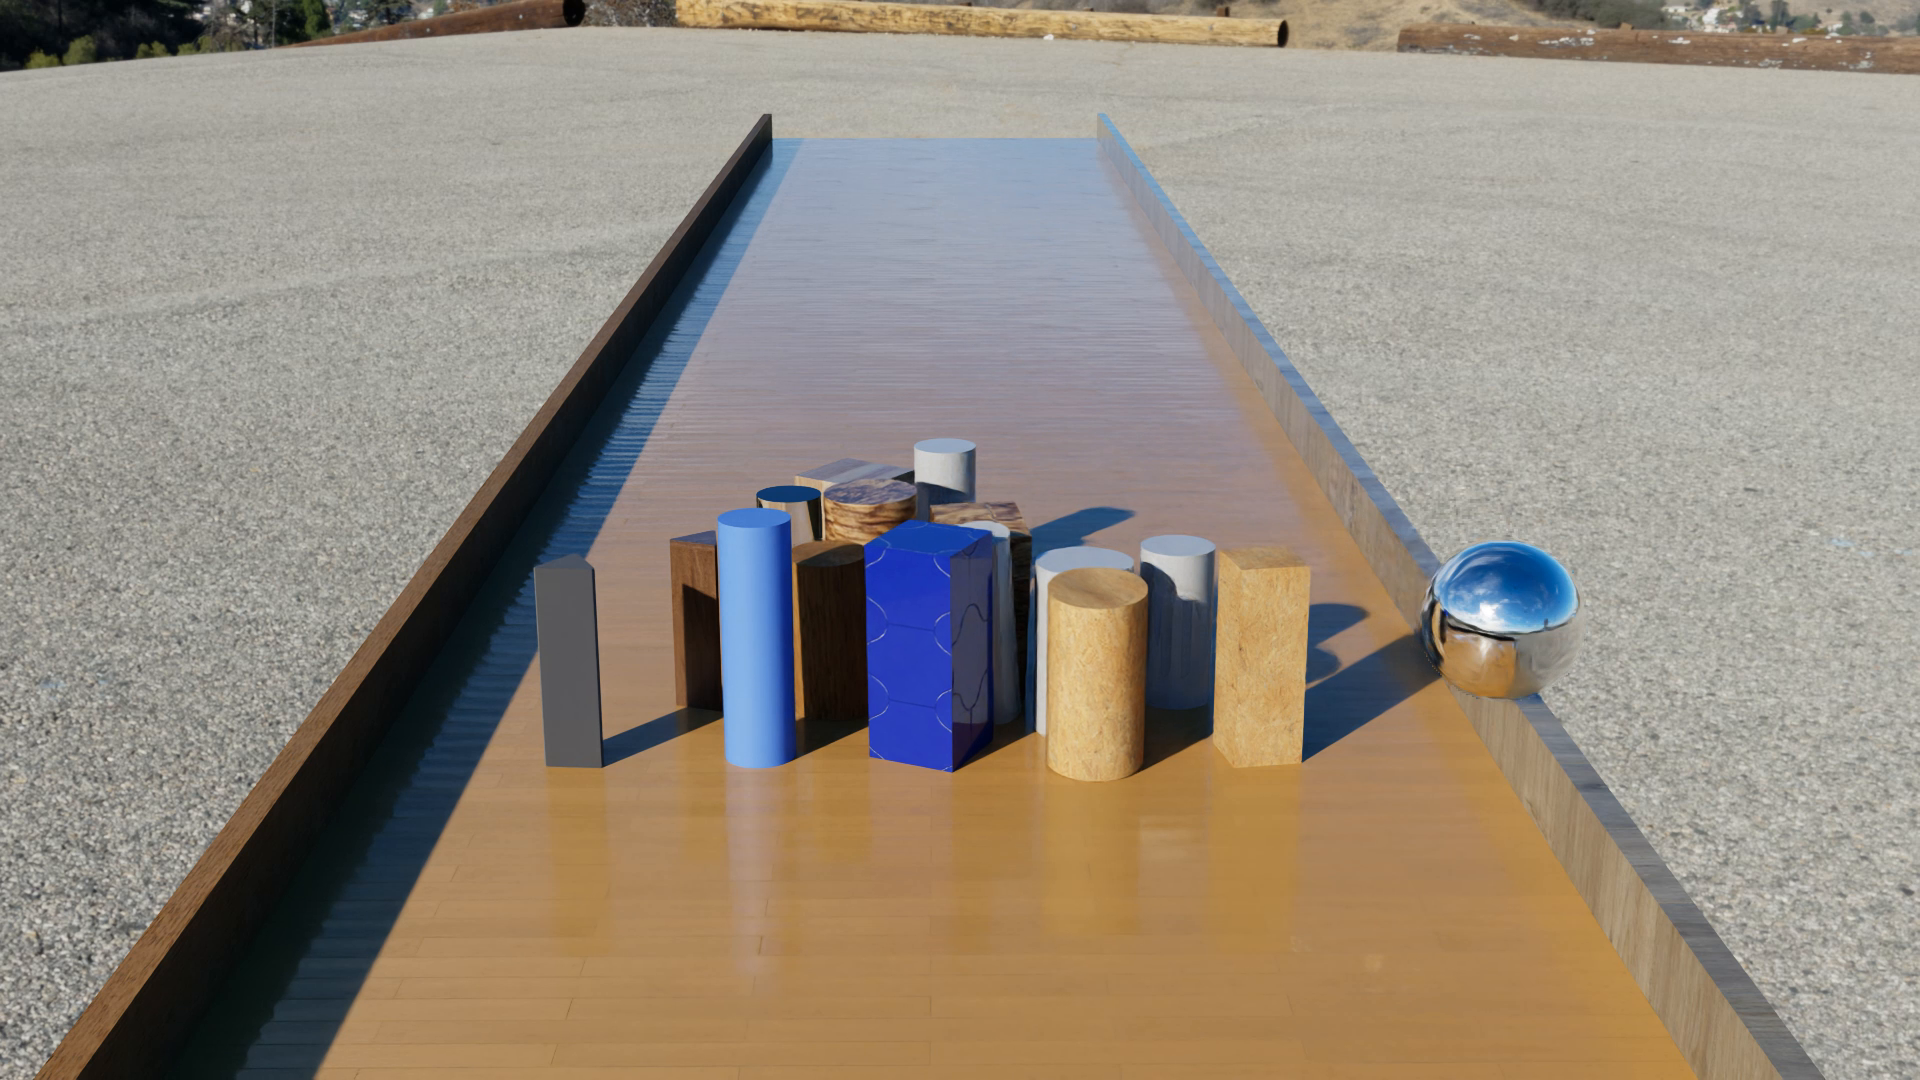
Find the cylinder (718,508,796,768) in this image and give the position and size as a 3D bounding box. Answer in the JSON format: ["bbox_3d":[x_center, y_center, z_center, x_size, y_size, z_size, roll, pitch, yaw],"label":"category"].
[{"bbox_3d":[-0.356,0.173,3.872,0.127,0.441,0.127,0,17,0],"label":"cylinder"}]

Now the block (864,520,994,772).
[{"bbox_3d":[-0.052,0.185,3.901,0.166,0.397,0.166,8,20,25],"label":"block"}]

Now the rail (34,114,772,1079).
[{"bbox_3d":[-1.118,-0.838,7.780,0.050,0.150,12.000,0,17,-1],"label":"rail"}]

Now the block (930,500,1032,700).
[{"bbox_3d":[0.033,0.120,4.184,0.164,0.345,0.164,-3,25,-10],"label":"block"}]

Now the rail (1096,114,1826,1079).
[{"bbox_3d":[0.932,-0.844,7.801,0.050,0.150,12.000,0,17,-1],"label":"rail"}]

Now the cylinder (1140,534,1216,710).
[{"bbox_3d":[0.409,0.155,4.174,0.141,0.302,0.141,0,17,0],"label":"cylinder"}]

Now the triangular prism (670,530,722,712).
[{"bbox_3d":[-0.479,0.150,4.149,0.097,0.327,0.084,6,18,21],"label":"triangular prism"}]

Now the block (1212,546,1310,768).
[{"bbox_3d":[0.532,0.206,3.893,0.125,0.366,0.125,-3,17,-11],"label":"block"}]

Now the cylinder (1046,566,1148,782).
[{"bbox_3d":[0.237,0.233,3.828,0.173,0.332,0.173,0,24,0],"label":"cylinder"}]

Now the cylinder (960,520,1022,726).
[{"bbox_3d":[0.048,0.154,4.035,0.110,0.369,0.110,-3,26,2],"label":"cylinder"}]

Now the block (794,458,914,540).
[{"bbox_3d":[-0.220,0.008,4.652,0.180,0.312,0.180,11,20,33],"label":"block"}]

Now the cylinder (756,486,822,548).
[{"bbox_3d":[-0.336,0.075,4.368,0.128,0.345,0.128,0,17,0],"label":"cylinder"}]

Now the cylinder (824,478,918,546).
[{"bbox_3d":[-0.167,0.087,4.264,0.179,0.377,0.179,-1,17,0],"label":"cylinder"}]

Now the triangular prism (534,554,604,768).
[{"bbox_3d":[-0.678,0.212,3.871,0.104,0.367,0.090,1,17,3],"label":"triangular prism"}]

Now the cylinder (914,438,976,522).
[{"bbox_3d":[-0.033,-0.064,4.913,0.138,0.302,0.138,0,17,0],"label":"cylinder"}]

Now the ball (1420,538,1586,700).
[{"bbox_3d":[0.917,0.134,3.717,0.272,0.272,0.272,0,17,0],"label":"ball"}]

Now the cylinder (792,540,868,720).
[{"bbox_3d":[-0.241,0.168,4.116,0.152,0.304,0.152,-1,19,1],"label":"cylinder"}]

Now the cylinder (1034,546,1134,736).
[{"bbox_3d":[0.225,0.191,4.024,0.179,0.319,0.179,0,17,0],"label":"cylinder"}]
